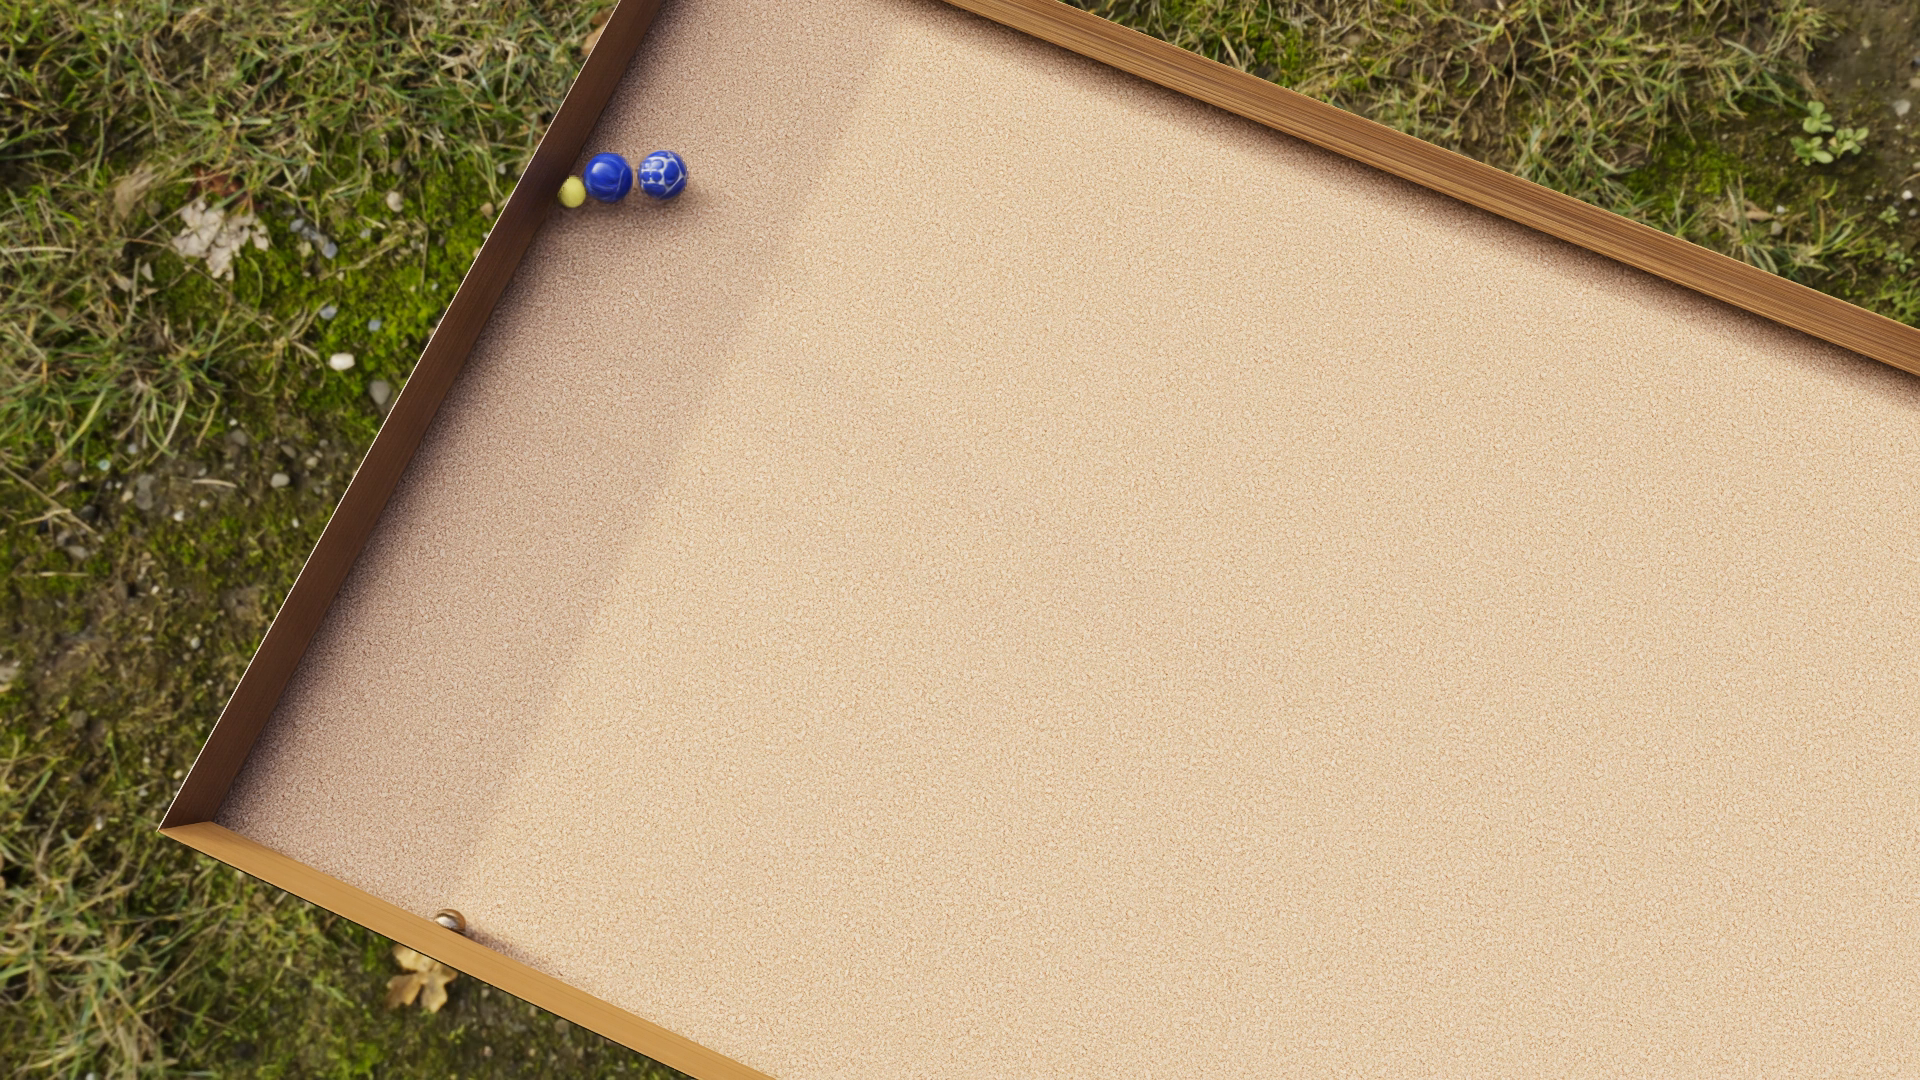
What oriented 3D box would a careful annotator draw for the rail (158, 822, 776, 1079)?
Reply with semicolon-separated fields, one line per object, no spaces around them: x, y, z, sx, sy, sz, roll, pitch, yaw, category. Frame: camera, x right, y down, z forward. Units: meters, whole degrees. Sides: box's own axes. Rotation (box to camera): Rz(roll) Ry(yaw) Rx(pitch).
0.454;1.090;3.028;3.520;0.103;0.045;23;73;7;rail

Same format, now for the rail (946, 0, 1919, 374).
1.157;-0.432;3.526;3.520;0.103;0.045;23;73;7;rail

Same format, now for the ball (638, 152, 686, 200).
-0.487;-0.595;3.592;0.079;0.079;0.079;0;72;0;ball

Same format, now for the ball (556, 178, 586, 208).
-0.636;-0.569;3.600;0.048;0.048;0.048;0;72;0;ball

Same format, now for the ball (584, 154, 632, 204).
-0.575;-0.590;3.591;0.079;0.079;0.079;0;72;0;ball

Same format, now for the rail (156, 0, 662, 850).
-0.784;-0.335;3.494;0.045;0.103;1.797;23;73;7;rail

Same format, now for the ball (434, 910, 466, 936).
-0.749;0.566;3.230;0.046;0.046;0.046;0;72;0;ball
